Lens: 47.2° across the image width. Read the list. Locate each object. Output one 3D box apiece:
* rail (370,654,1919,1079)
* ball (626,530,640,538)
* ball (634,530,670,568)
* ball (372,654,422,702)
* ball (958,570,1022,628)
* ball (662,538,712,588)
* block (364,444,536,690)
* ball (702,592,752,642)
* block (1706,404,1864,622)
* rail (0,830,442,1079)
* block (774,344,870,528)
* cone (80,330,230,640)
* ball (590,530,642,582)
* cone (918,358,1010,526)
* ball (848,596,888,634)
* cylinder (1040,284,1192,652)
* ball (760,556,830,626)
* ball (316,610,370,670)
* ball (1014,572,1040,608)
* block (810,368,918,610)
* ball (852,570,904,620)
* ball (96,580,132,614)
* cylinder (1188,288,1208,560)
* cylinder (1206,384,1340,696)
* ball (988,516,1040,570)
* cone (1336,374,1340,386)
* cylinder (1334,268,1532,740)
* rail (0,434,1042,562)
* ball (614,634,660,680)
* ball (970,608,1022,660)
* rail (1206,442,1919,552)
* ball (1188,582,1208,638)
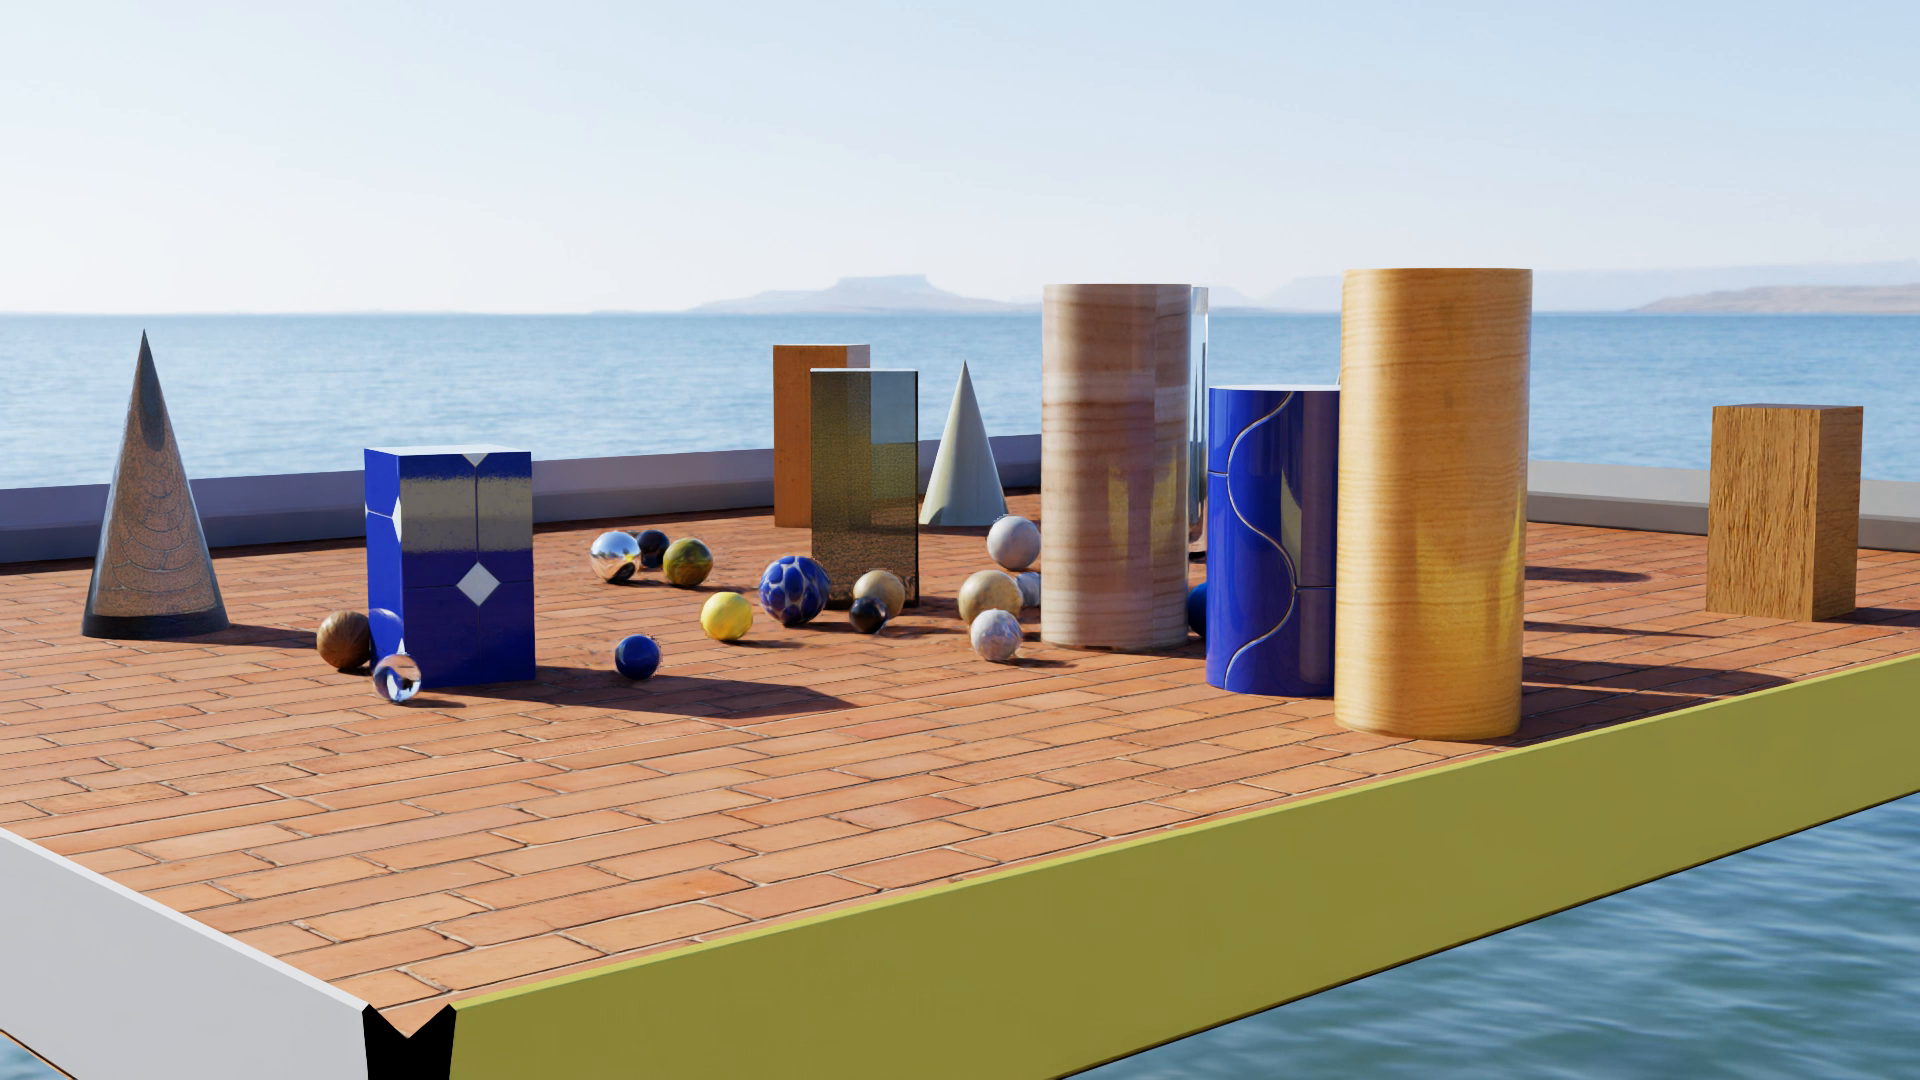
[{"bbox_3d":[1.044,0.151,2.207,3.571,0.129,0.045,-5,8,-42],"label":"rail"},{"bbox_3d":[-0.575,0.013,3.875,0.059,0.059,0.059,0,6,0],"label":"ball"},{"bbox_3d":[-0.535,0.015,3.821,0.067,0.067,0.067,0,6,0],"label":"ball"},{"bbox_3d":[-0.644,0.157,2.514,0.054,0.054,0.054,0,6,0],"label":"ball"},{"bbox_3d":[0.042,0.085,3.037,0.089,0.089,0.089,0,6,0],"label":"ball"},{"bbox_3d":[-0.439,0.037,3.548,0.080,0.080,0.080,0,6,0],"label":"ball"},{"bbox_3d":[-0.622,0.028,2.681,0.159,0.277,0.159,-3,7,-29],"label":"block"},{"bbox_3d":[-0.314,0.103,2.967,0.068,0.068,0.068,0,6,0],"label":"ball"},{"bbox_3d":[1.220,-0.045,3.254,0.159,0.305,0.159,6,8,43],"label":"block"},{"bbox_3d":[-1.295,0.157,2.144,0.045,0.129,3.126,-5,8,-42],"label":"rail"},{"bbox_3d":[-0.286,-0.219,4.583,0.159,0.375,0.159,2,6,15],"label":"block"},{"bbox_3d":[-1.128,-0.085,3.063,0.199,0.423,0.199,0,6,0],"label":"cone"},{"bbox_3d":[-0.566,0.028,3.614,0.085,0.085,0.085,0,6,0],"label":"ball"},{"bbox_3d":[0.010,-0.212,4.647,0.199,0.346,0.199,0,6,0],"label":"cone"},{"bbox_3d":[-0.126,0.104,3.034,0.054,0.054,0.054,0,6,0],"label":"ball"},{"bbox_3d":[0.208,-0.101,2.945,0.199,0.479,0.199,0,6,0],"label":"cylinder"},{"bbox_3d":[-0.236,0.071,3.124,0.099,0.099,0.099,0,6,0],"label":"ball"},{"bbox_3d":[-0.763,0.124,2.738,0.074,0.074,0.074,0,6,0],"label":"ball"},{"bbox_3d":[0.105,0.075,3.315,0.053,0.053,0.053,0,6,0],"label":"ball"},{"bbox_3d":[-0.146,-0.081,3.351,0.159,0.356,0.159,0,6,-4],"label":"block"},{"bbox_3d":[-0.115,0.080,3.100,0.074,0.074,0.074,0,6,0],"label":"ball"},{"bbox_3d":[-1.250,0.084,3.247,0.049,0.049,0.049,0,6,0],"label":"ball"},{"bbox_3d":[0.351,-0.215,4.007,0.199,0.486,0.199,0,6,0],"label":"cylinder"},{"bbox_3d":[0.395,-0.005,2.625,0.199,0.354,0.199,0,6,0],"label":"cylinder"},{"bbox_3d":[0.094,0.005,3.789,0.094,0.094,0.094,0,6,0],"label":"ball"},{"bbox_3d":[0.553,-0.070,3.212,0.199,0.363,0.199,0,6,0],"label":"cone"},{"bbox_3d":[0.506,-0.045,2.361,0.199,0.488,0.199,0,6,0],"label":"cylinder"},{"bbox_3d":[-1.044,-0.084,4.457,3.571,0.129,0.045,-5,8,-42],"label":"rail"},{"bbox_3d":[-0.390,0.142,2.660,0.055,0.055,0.055,0,6,0],"label":"ball"},{"bbox_3d":[0.046,0.121,2.806,0.066,0.066,0.066,0,6,0],"label":"ball"},{"bbox_3d":[1.295,-0.090,4.520,0.045,0.129,3.126,-5,8,-42],"label":"rail"},{"bbox_3d":[0.346,0.095,2.987,0.080,0.080,0.080,0,6,0],"label":"ball"}]
